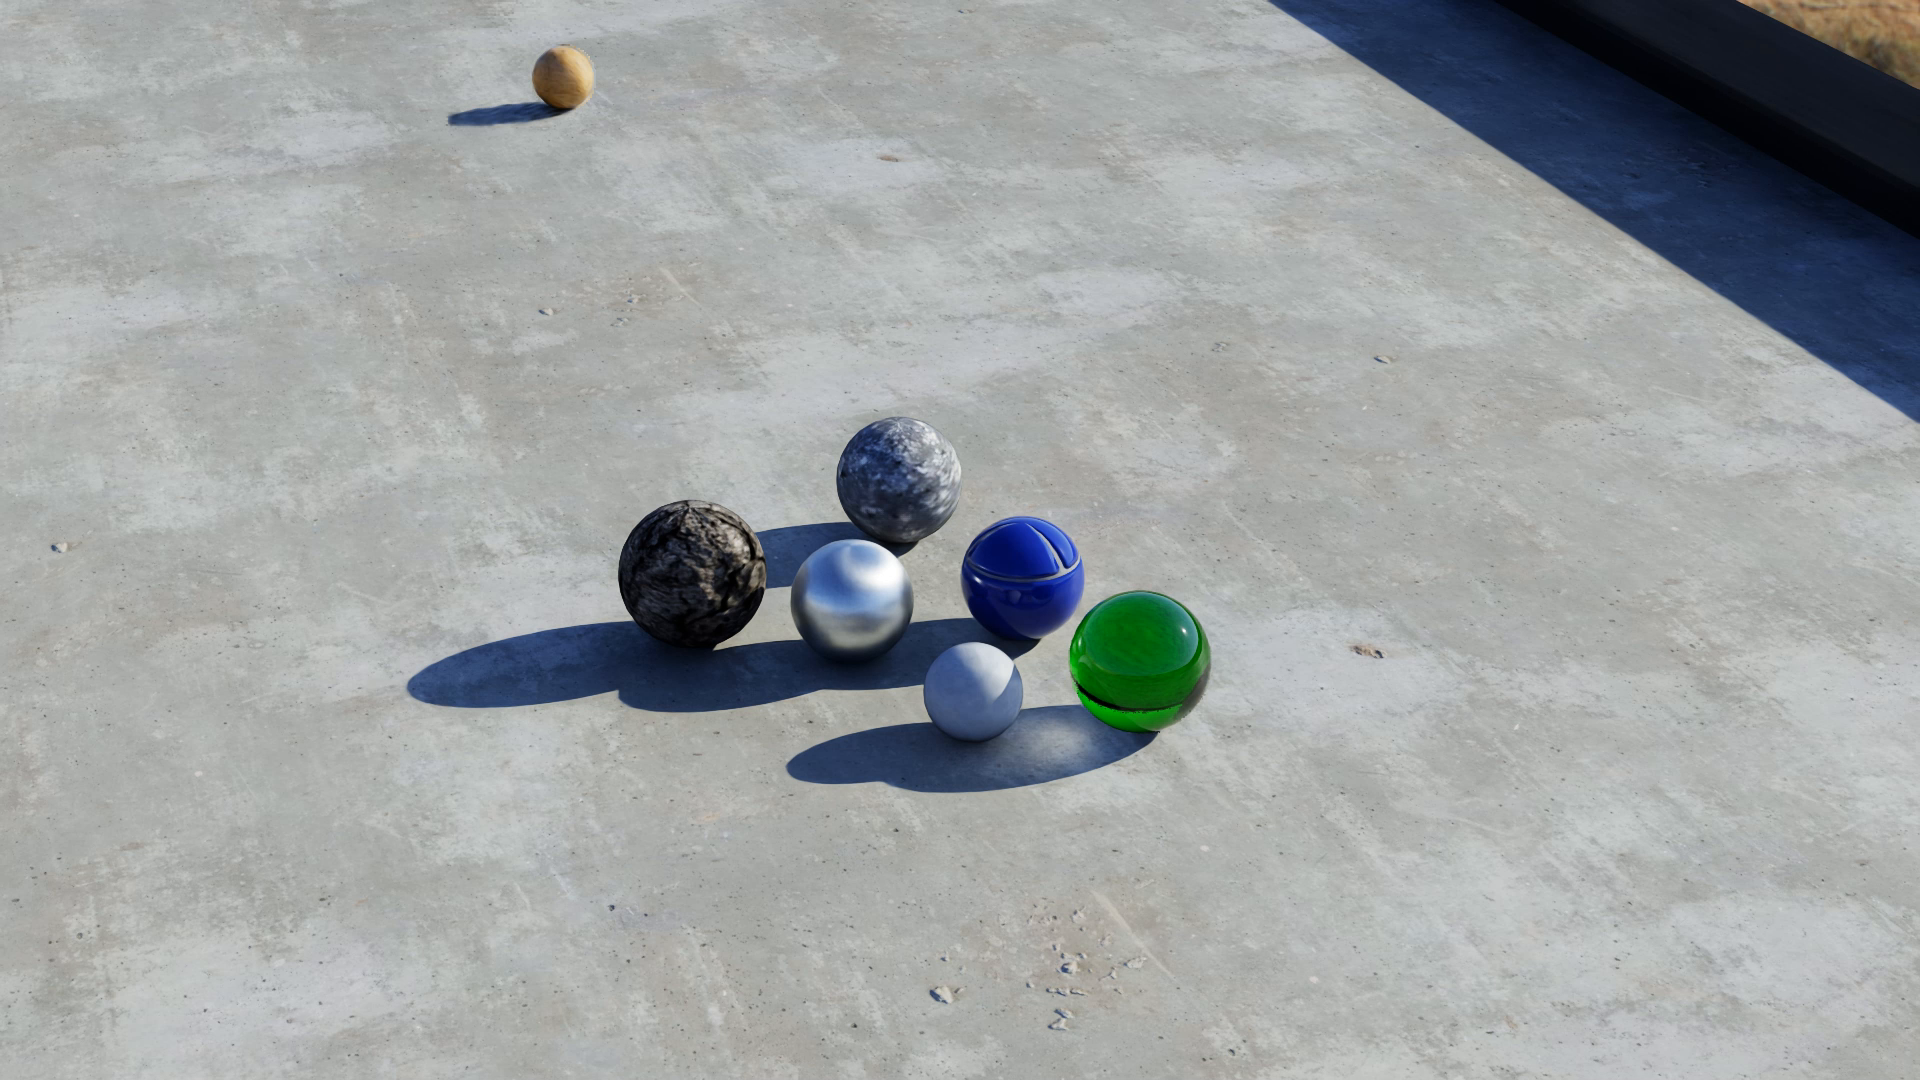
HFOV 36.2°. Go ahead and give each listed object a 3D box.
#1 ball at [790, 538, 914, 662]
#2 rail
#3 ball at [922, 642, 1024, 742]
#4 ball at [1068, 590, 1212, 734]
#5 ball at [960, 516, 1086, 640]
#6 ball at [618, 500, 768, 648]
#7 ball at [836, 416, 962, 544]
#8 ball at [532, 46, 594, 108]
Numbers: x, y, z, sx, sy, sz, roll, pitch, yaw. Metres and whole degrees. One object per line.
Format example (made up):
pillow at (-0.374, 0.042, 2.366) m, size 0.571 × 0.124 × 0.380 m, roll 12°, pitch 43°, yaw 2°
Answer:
ball at (-0.068, 0.038, 1.855) m, size 0.078 × 0.078 × 0.078 m, roll 0°, pitch 27°, yaw 0°
rail at (0.649, -0.516, 2.908) m, size 0.045 × 0.123 × 3.342 m, roll -9°, pitch 28°, yaw -17°
ball at (0.008, 0.092, 1.769) m, size 0.060 × 0.060 × 0.060 m, roll 0°, pitch 27°, yaw 0°
ball at (0.109, 0.073, 1.776) m, size 0.086 × 0.086 × 0.086 m, roll 0°, pitch 27°, yaw 0°
ball at (0.040, 0.024, 1.880) m, size 0.080 × 0.080 × 0.080 m, roll 0°, pitch 27°, yaw 0°
ball at (-0.170, 0.022, 1.870) m, size 0.095 × 0.095 × 0.095 m, roll 0°, pitch 27°, yaw 0°
ball at (-0.041, -0.041, 2.004) m, size 0.086 × 0.086 × 0.086 m, roll 0°, pitch 27°, yaw 0°
ball at (-0.384, -0.447, 2.843) m, size 0.060 × 0.060 × 0.060 m, roll 0°, pitch 27°, yaw 0°
